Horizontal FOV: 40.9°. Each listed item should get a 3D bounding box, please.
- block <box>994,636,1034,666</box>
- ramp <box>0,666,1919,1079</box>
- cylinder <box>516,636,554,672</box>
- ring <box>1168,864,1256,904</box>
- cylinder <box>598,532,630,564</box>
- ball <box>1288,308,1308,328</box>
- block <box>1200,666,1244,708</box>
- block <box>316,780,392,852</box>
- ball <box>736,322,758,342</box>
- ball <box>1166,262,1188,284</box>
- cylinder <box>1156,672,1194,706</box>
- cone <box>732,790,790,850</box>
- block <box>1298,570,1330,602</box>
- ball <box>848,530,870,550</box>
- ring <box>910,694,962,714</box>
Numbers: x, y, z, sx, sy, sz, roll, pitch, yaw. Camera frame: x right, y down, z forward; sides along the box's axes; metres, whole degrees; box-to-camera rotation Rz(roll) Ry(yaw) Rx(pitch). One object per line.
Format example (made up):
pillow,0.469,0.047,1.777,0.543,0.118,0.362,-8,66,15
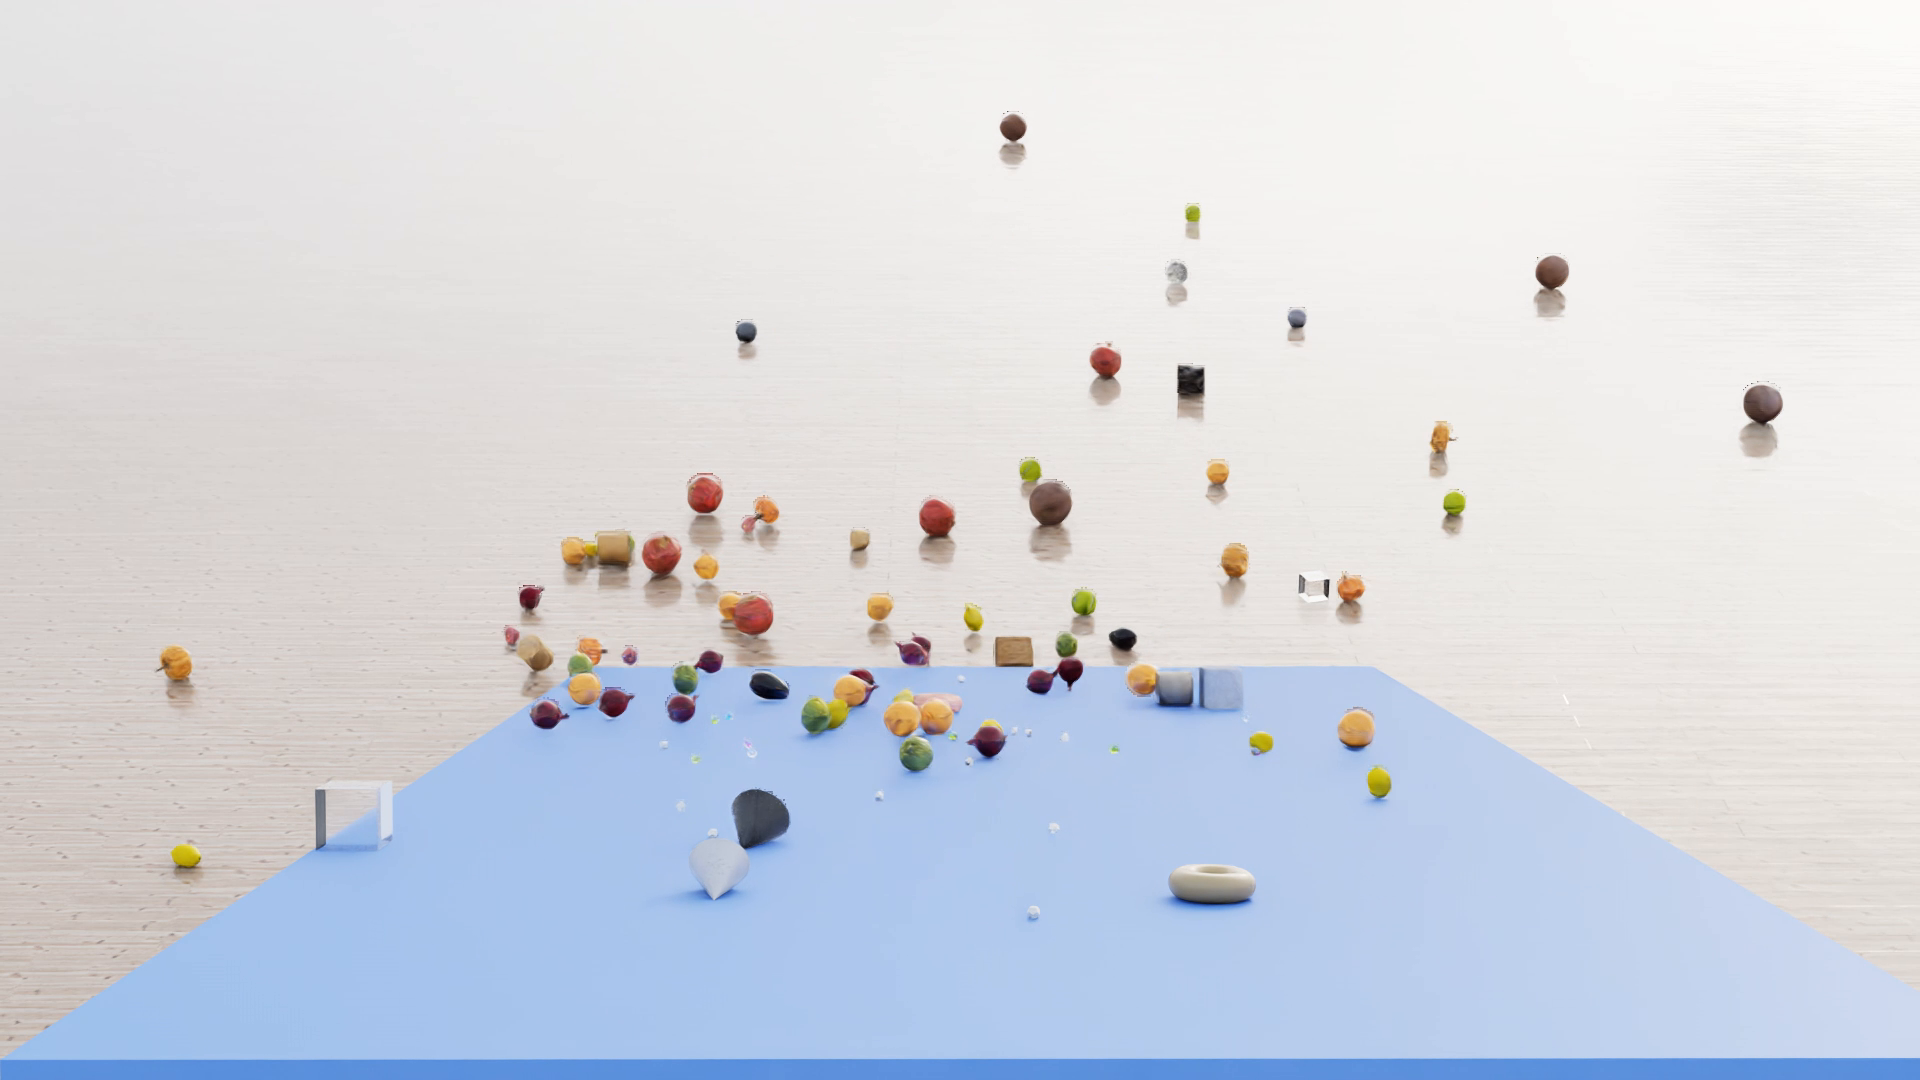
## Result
block,0.139,0.313,6.638,0.090,0.090,0.090,-1,48,-5
ramp,0.051,0.466,4.534,2.000,0.100,4.000,0,3,0
cylinder,-1.107,0.296,6.707,0.071,0.071,0.071,-12,57,18
ring,0.331,0.452,3.382,0.116,0.039,0.116,1,2,0
cylinder,-0.994,0.022,7.394,0.086,0.086,0.086,-2,22,-4
ball,1.241,-0.815,9.459,0.071,0.071,0.071,0,22,0
block,0.571,0.321,5.628,0.085,0.085,0.085,0,3,-2
block,-0.894,0.406,3.796,0.091,0.091,0.091,0,3,2
ball,-0.772,-0.752,9.301,0.076,0.076,0.076,0,22,0
ball,0.841,-1.036,9.981,0.087,0.087,0.087,0,22,0
cylinder,0.469,0.326,5.636,0.074,0.074,0.074,0,22,-2
cone,-0.308,0.431,3.792,0.091,0.091,0.091,6,31,13
block,0.986,0.129,7.164,0.064,0.064,0.064,-7,23,-17
ball,-0.293,-0.001,7.485,0.061,0.061,0.061,0,22,0
ring,-0.050,0.351,5.524,0.112,0.037,0.112,1,2,0
